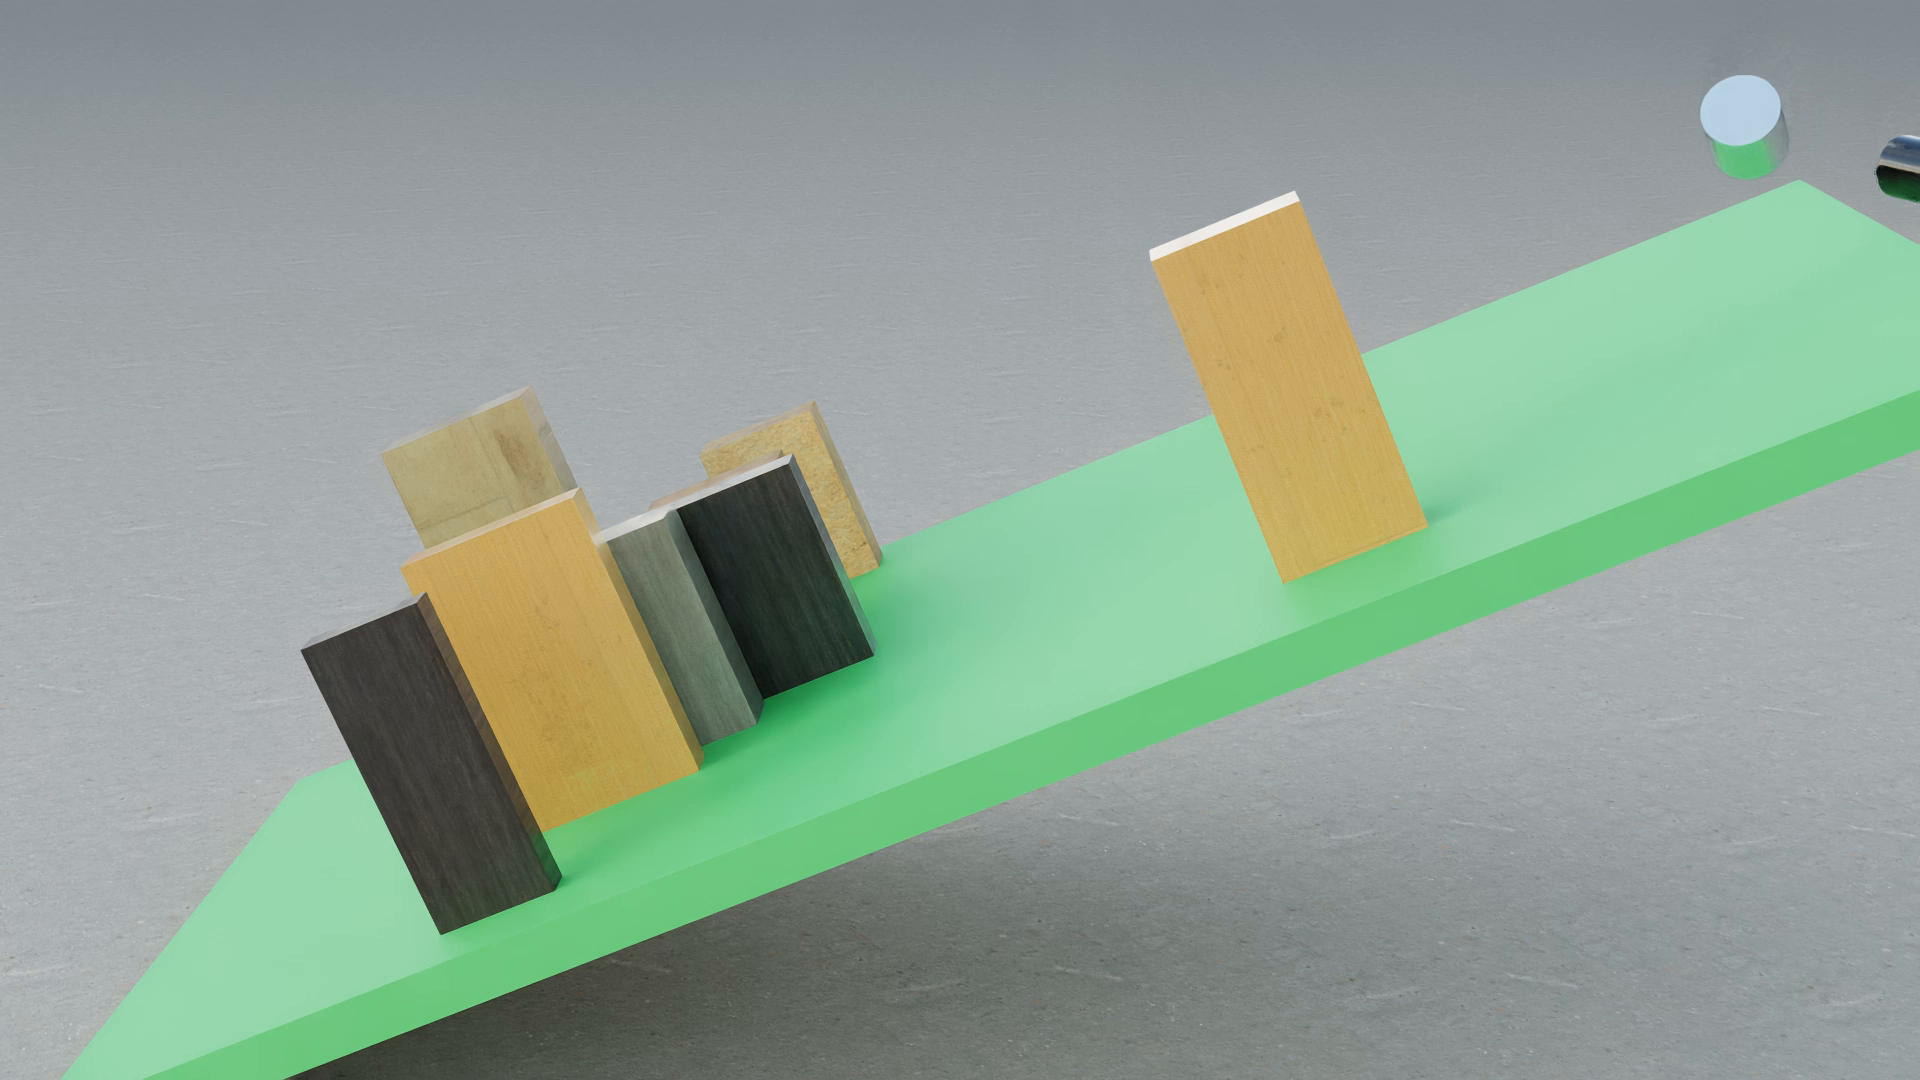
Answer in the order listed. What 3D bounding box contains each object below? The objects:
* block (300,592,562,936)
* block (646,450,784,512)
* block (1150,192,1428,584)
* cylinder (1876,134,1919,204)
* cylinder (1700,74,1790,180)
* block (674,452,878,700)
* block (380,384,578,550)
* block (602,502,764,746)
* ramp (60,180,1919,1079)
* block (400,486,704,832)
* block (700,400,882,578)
[{"bbox_3d":[-1.002,0.427,5.593,0.243,0.615,0.081,-22,12,8],"label":"block"},{"bbox_3d":[-0.465,0.060,6.600,0.318,0.428,0.108,-22,12,8],"label":"block"},{"bbox_3d":[0.617,-0.285,5.522,0.292,0.664,0.136,-22,12,8],"label":"block"},{"bbox_3d":[1.900,-0.727,5.797,0.125,0.125,0.125,-7,20,-27],"label":"cylinder"},{"bbox_3d":[1.621,-0.852,6.071,0.160,0.160,0.160,7,-16,24],"label":"cylinder"},{"bbox_3d":[-0.464,0.108,6.327,0.421,0.457,0.101,-22,12,8],"label":"block"},{"bbox_3d":[-1.035,0.049,6.958,0.361,0.739,0.140,-22,12,8],"label":"block"},{"bbox_3d":[-0.714,0.233,6.205,0.434,0.480,0.146,-22,12,8],"label":"block"},{"bbox_3d":[0.128,0.172,6.287,4.000,0.100,2.000,-22,12,8],"label":"ramp"},{"bbox_3d":[-0.827,0.252,6.002,0.385,0.620,0.096,-22,12,8],"label":"block"},{"bbox_3d":[-0.407,-0.084,7.122,0.290,0.418,0.128,-22,12,8],"label":"block"}]
